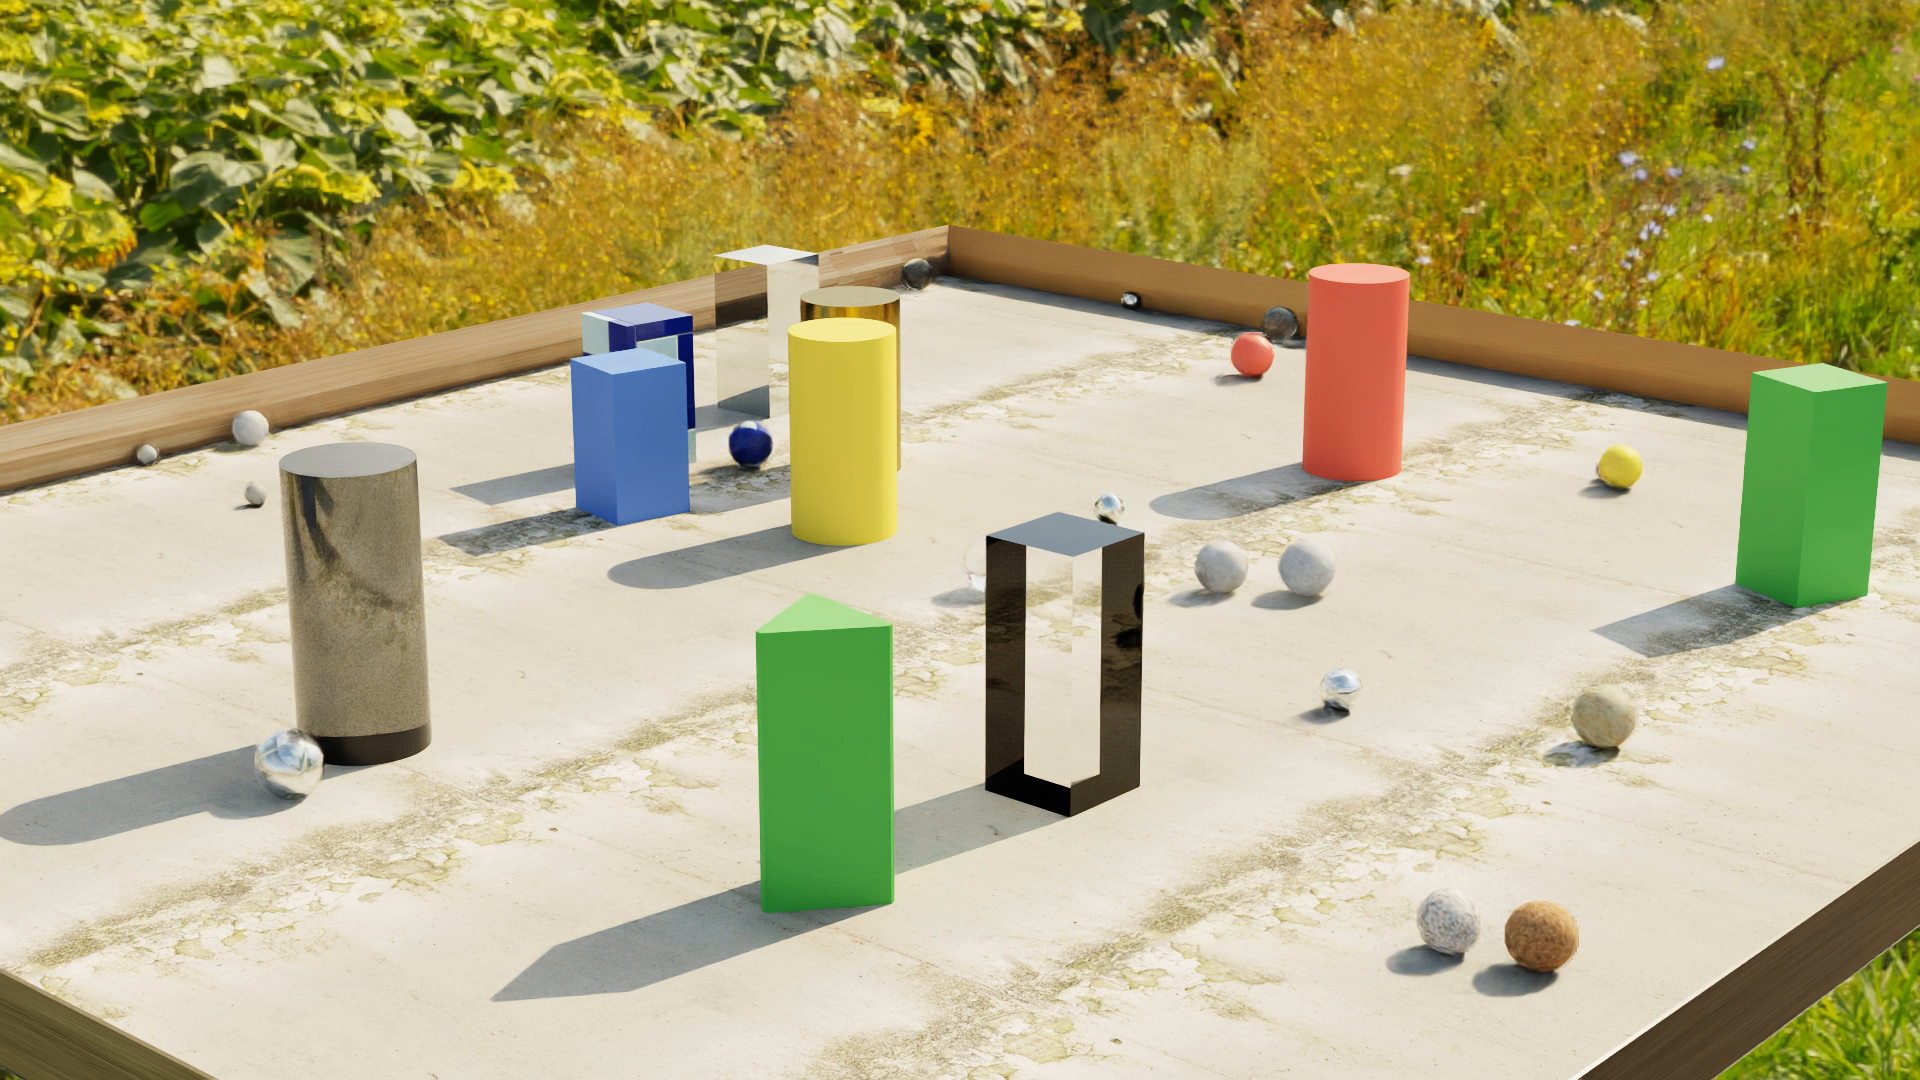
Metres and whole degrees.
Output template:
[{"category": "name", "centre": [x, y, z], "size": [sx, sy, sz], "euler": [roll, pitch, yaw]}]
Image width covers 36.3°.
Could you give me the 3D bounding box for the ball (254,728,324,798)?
[{"category": "ball", "centre": [-0.965, 0.321, 4.217], "size": [0.100, 0.100, 0.100], "euler": [0, 17, 0]}]

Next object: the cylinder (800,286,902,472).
[{"category": "cylinder", "centre": [-0.219, -0.317, 5.896], "size": [0.200, 0.353, 0.200], "euler": [0, 17, 0]}]

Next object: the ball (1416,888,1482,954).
[{"category": "ball", "centre": [0.619, 0.482, 3.712], "size": [0.083, 0.083, 0.083], "euler": [0, 17, 0]}]

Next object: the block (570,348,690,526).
[{"category": "block", "centre": [-0.631, -0.200, 5.609], "size": [0.160, 0.294, 0.160], "euler": [-12, 21, -35]}]

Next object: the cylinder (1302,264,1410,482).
[{"category": "cylinder", "centre": [0.793, -0.338, 5.882], "size": [0.200, 0.401, 0.200], "euler": [0, 17, 0]}]

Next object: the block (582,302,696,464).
[{"category": "block", "centre": [-0.650, -0.307, 5.944], "size": [0.160, 0.307, 0.160], "euler": [-14, 22, -39]}]

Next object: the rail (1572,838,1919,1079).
[{"category": "rail", "centre": [1.384, 0.379, 3.969], "size": [0.045, 0.130, 4.184], "euler": [14, 22, 39]}]

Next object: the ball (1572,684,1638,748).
[{"category": "ball", "centre": [0.969, 0.266, 4.408], "size": [0.096, 0.096, 0.096], "euler": [0, 17, 0]}]

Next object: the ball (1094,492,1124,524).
[{"category": "ball", "centre": [0.283, -0.061, 5.556], "size": [0.058, 0.058, 0.058], "euler": [0, 17, 0]}]

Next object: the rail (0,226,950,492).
[{"category": "rail", "centre": [-1.384, -0.314, 6.271], "size": [0.045, 0.130, 4.184], "euler": [14, 22, 39]}]

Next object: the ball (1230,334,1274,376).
[{"category": "ball", "centre": [0.666, -0.422, 6.686], "size": [0.099, 0.099, 0.099], "euler": [0, 17, 0]}]

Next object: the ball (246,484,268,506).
[{"category": "ball", "centre": [-1.361, -0.089, 5.674], "size": [0.044, 0.044, 0.044], "euler": [0, 17, 0]}]

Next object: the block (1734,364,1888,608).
[{"category": "block", "centre": [1.482, -0.097, 5.111], "size": [0.160, 0.384, 0.160], "euler": [-8, 19, -25]}]

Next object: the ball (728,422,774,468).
[{"category": "ball", "centre": [-0.424, -0.194, 5.937], "size": [0.093, 0.093, 0.093], "euler": [0, 17, 0]}]

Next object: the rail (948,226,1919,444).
[{"category": "rail", "centre": [1.356, -0.418, 6.615], "size": [3.714, 0.130, 0.045], "euler": [14, 22, 39]}]

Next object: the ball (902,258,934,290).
[{"category": "ball", "centre": [-0.110, -0.688, 7.599], "size": [0.082, 0.082, 0.082], "euler": [0, 17, 0]}]

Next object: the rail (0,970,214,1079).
[{"category": "rail", "centre": [-1.356, 0.483, 3.624], "size": [3.714, 0.130, 0.045], "euler": [14, 22, 39]}]

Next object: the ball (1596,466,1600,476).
[{"category": "ball", "centre": [1.290, -0.140, 5.849], "size": [0.042, 0.042, 0.042], "euler": [0, 17, 0]}]

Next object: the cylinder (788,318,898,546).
[{"category": "cylinder", "centre": [-0.218, -0.203, 5.461], "size": [0.200, 0.386, 0.200], "euler": [0, 17, 0]}]

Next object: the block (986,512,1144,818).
[{"category": "block", "centre": [0.149, 0.176, 4.202], "size": [0.160, 0.386, 0.160], "euler": [14, 22, 39]}]

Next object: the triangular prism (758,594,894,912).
[{"category": "triangular prism", "centre": [-0.185, 0.277, 3.868], "size": [0.173, 0.386, 0.150], "euler": [-3, 17, -10]}]

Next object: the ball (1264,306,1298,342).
[{"category": "ball", "centre": [0.768, -0.518, 7.031], "size": [0.083, 0.083, 0.083], "euler": [0, 17, 0]}]

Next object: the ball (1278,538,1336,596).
[{"category": "ball", "centre": [0.608, 0.048, 5.125], "size": [0.099, 0.099, 0.099], "euler": [0, 17, 0]}]

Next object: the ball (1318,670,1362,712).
[{"category": "ball", "centre": [0.592, 0.234, 4.564], "size": [0.066, 0.066, 0.066], "euler": [0, 17, 0]}]

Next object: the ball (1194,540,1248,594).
[{"category": "ball", "centre": [0.458, 0.047, 5.138], "size": [0.094, 0.094, 0.094], "euler": [0, 17, 0]}]

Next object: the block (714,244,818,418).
[{"category": "block", "centre": [-0.419, -0.455, 6.385], "size": [0.160, 0.337, 0.160], "euler": [14, 22, 38]}]

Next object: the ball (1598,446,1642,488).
[{"category": "ball", "centre": [1.303, -0.144, 5.786], "size": [0.086, 0.086, 0.086], "euler": [0, 17, 0]}]

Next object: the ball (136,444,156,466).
[{"category": "ball", "centre": [-1.654, -0.173, 5.958], "size": [0.041, 0.041, 0.041], "euler": [0, 17, 0]}]

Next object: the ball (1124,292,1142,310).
[{"category": "ball", "centre": [0.433, -0.599, 7.367], "size": [0.045, 0.045, 0.045], "euler": [0, 17, 0]}]

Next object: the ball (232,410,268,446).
[{"category": "ball", "centre": [-1.476, -0.233, 6.102], "size": [0.074, 0.074, 0.074], "euler": [0, 17, 0]}]

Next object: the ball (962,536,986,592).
[{"category": "ball", "centre": [0.053, 0.043, 5.140], "size": [0.099, 0.099, 0.099], "euler": [0, 17, 0]}]

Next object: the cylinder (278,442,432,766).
[{"category": "cylinder", "centre": [-0.900, 0.094, 4.375], "size": [0.200, 0.444, 0.200], "euler": [0, 17, 0]}]

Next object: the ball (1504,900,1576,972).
[{"category": "ball", "centre": [0.725, 0.494, 3.661], "size": [0.089, 0.089, 0.089], "euler": [0, 17, 0]}]
